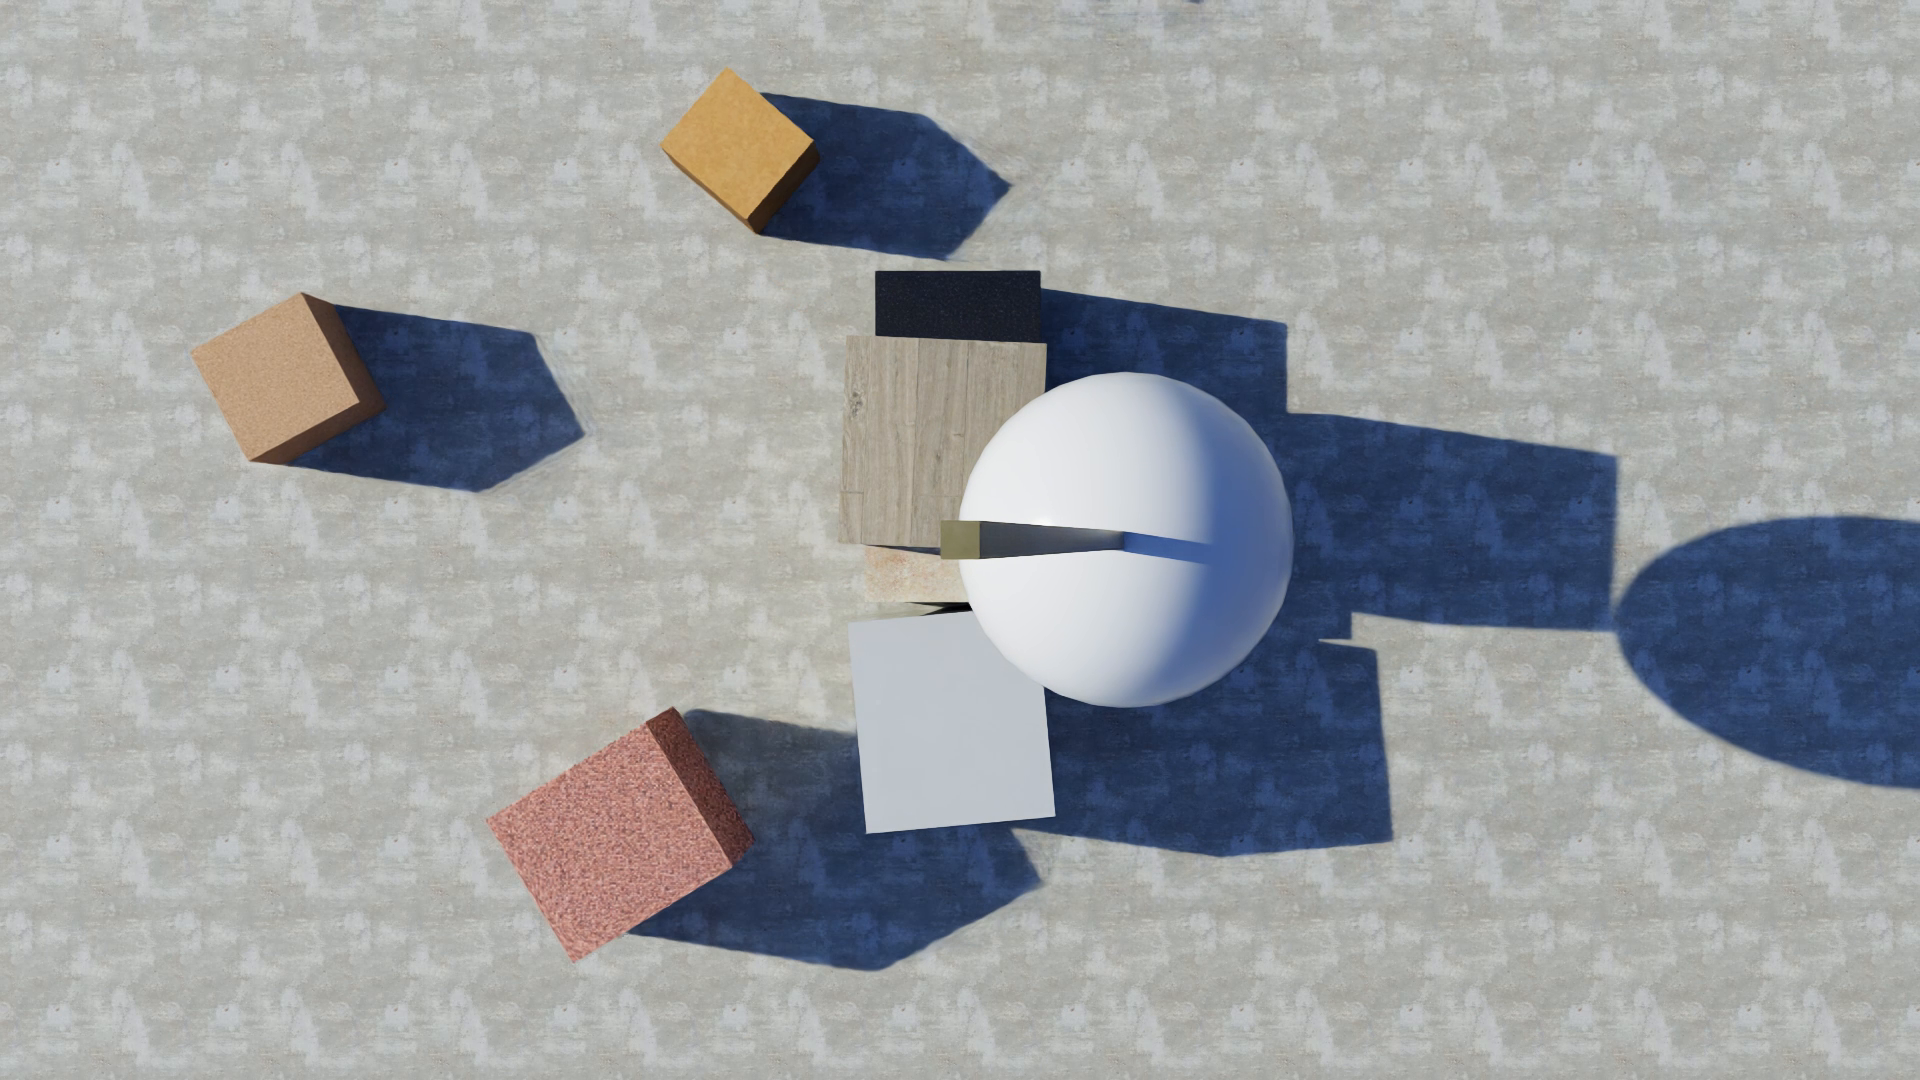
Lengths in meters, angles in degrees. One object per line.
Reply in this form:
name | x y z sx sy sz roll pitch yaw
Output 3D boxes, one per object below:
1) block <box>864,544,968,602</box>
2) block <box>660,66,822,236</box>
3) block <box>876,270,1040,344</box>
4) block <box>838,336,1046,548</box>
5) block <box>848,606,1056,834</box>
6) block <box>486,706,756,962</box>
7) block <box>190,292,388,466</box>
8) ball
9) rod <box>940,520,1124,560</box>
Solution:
block | 0.011 -0.142 12.521 1.068 0.957 0.963 0 90 0
block | -1.257 -2.236 12.694 0.647 0.600 0.587 41 90 1
block | -0.011 -1.064 12.598 0.919 0.803 0.860 0 90 0
block | -0.090 -0.490 11.588 1.016 0.908 1.055 2 90 0
block | -0.047 0.971 12.447 1.025 1.107 1.146 -5 90 0
block | -1.907 1.654 12.529 1.041 0.882 0.926 -31 90 3
block | -3.858 -0.920 12.685 0.711 0.630 0.703 -28 90 0
ball | 0.784 0.000 10.434 1.600 1.600 1.600 0 90 0
rod | 0.340 0.000 7.063 0.080 5.200 0.080 0 90 8
